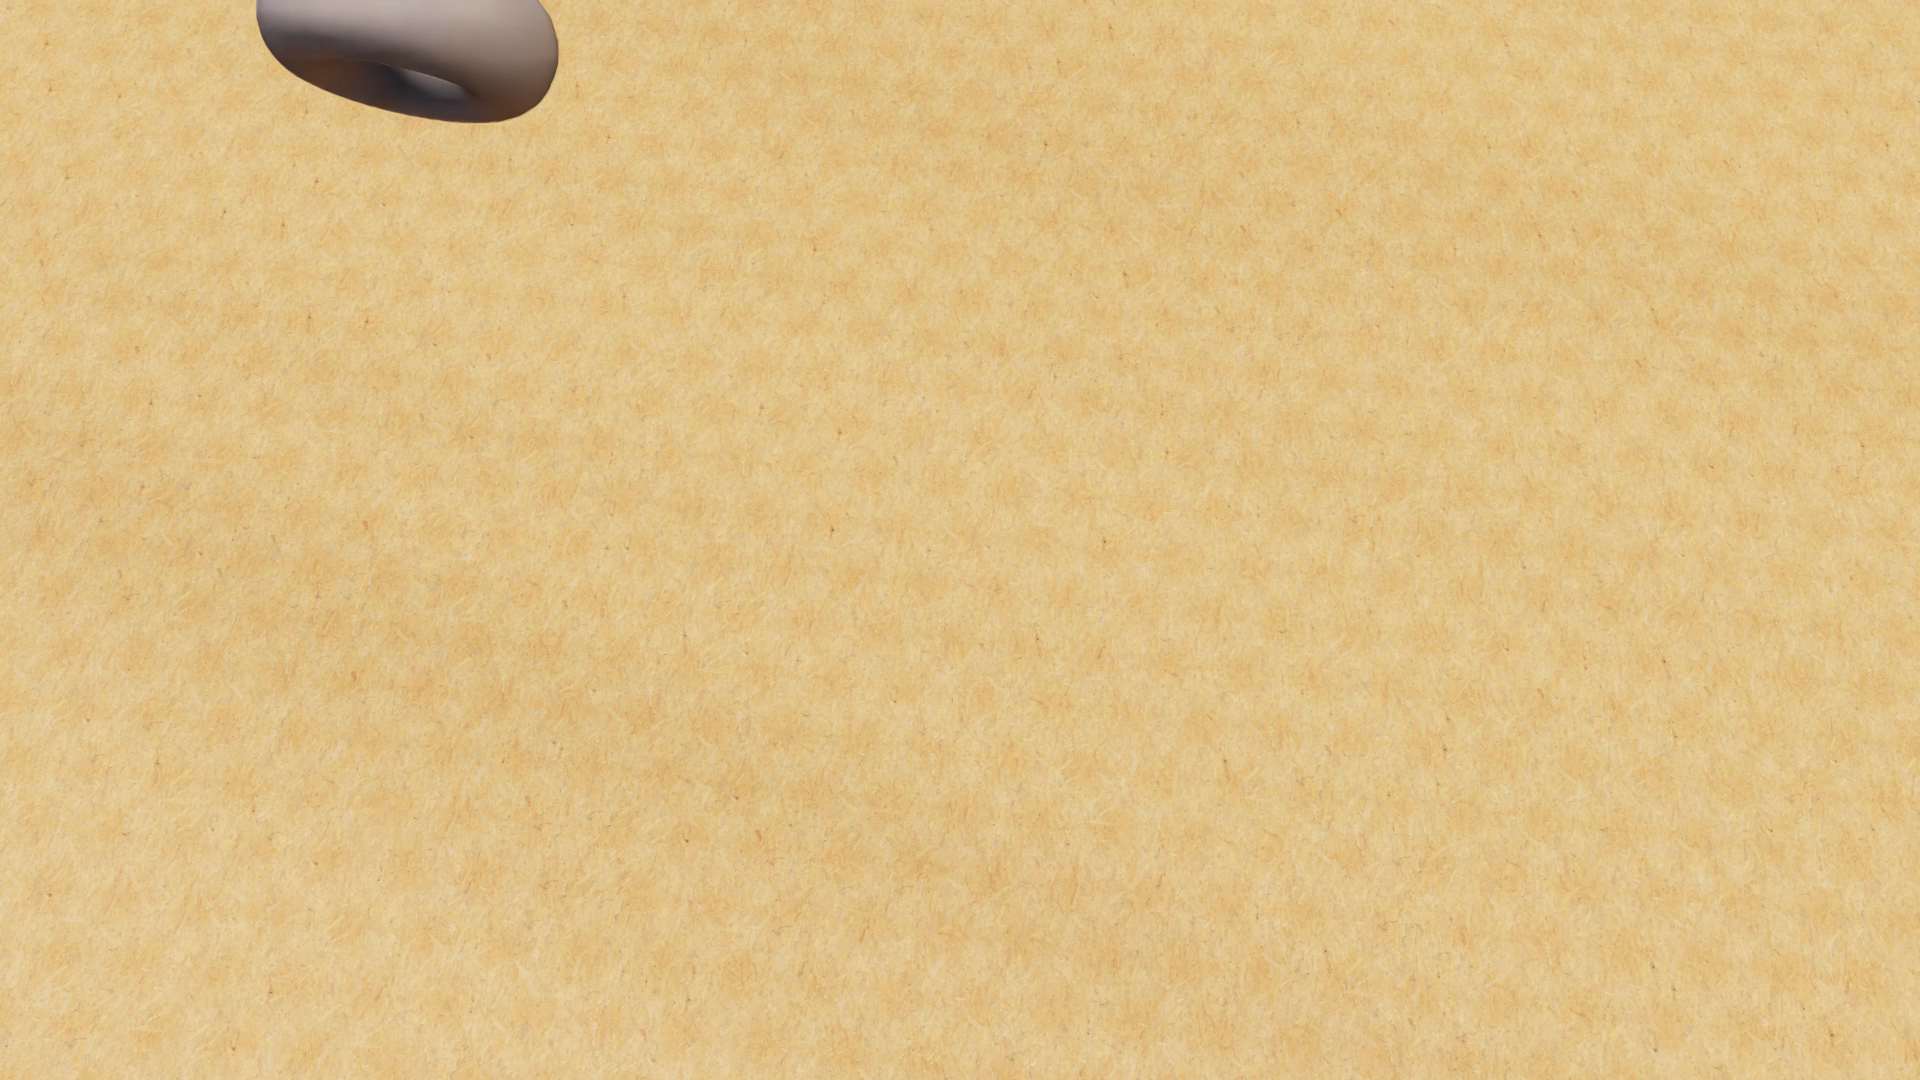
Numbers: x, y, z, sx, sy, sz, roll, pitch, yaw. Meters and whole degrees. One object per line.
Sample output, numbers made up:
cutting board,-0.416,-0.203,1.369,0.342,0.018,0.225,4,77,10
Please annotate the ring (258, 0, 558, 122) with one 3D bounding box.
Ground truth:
ring,-0.759,-0.700,3.037,0.404,0.478,0.163,9,88,-1
